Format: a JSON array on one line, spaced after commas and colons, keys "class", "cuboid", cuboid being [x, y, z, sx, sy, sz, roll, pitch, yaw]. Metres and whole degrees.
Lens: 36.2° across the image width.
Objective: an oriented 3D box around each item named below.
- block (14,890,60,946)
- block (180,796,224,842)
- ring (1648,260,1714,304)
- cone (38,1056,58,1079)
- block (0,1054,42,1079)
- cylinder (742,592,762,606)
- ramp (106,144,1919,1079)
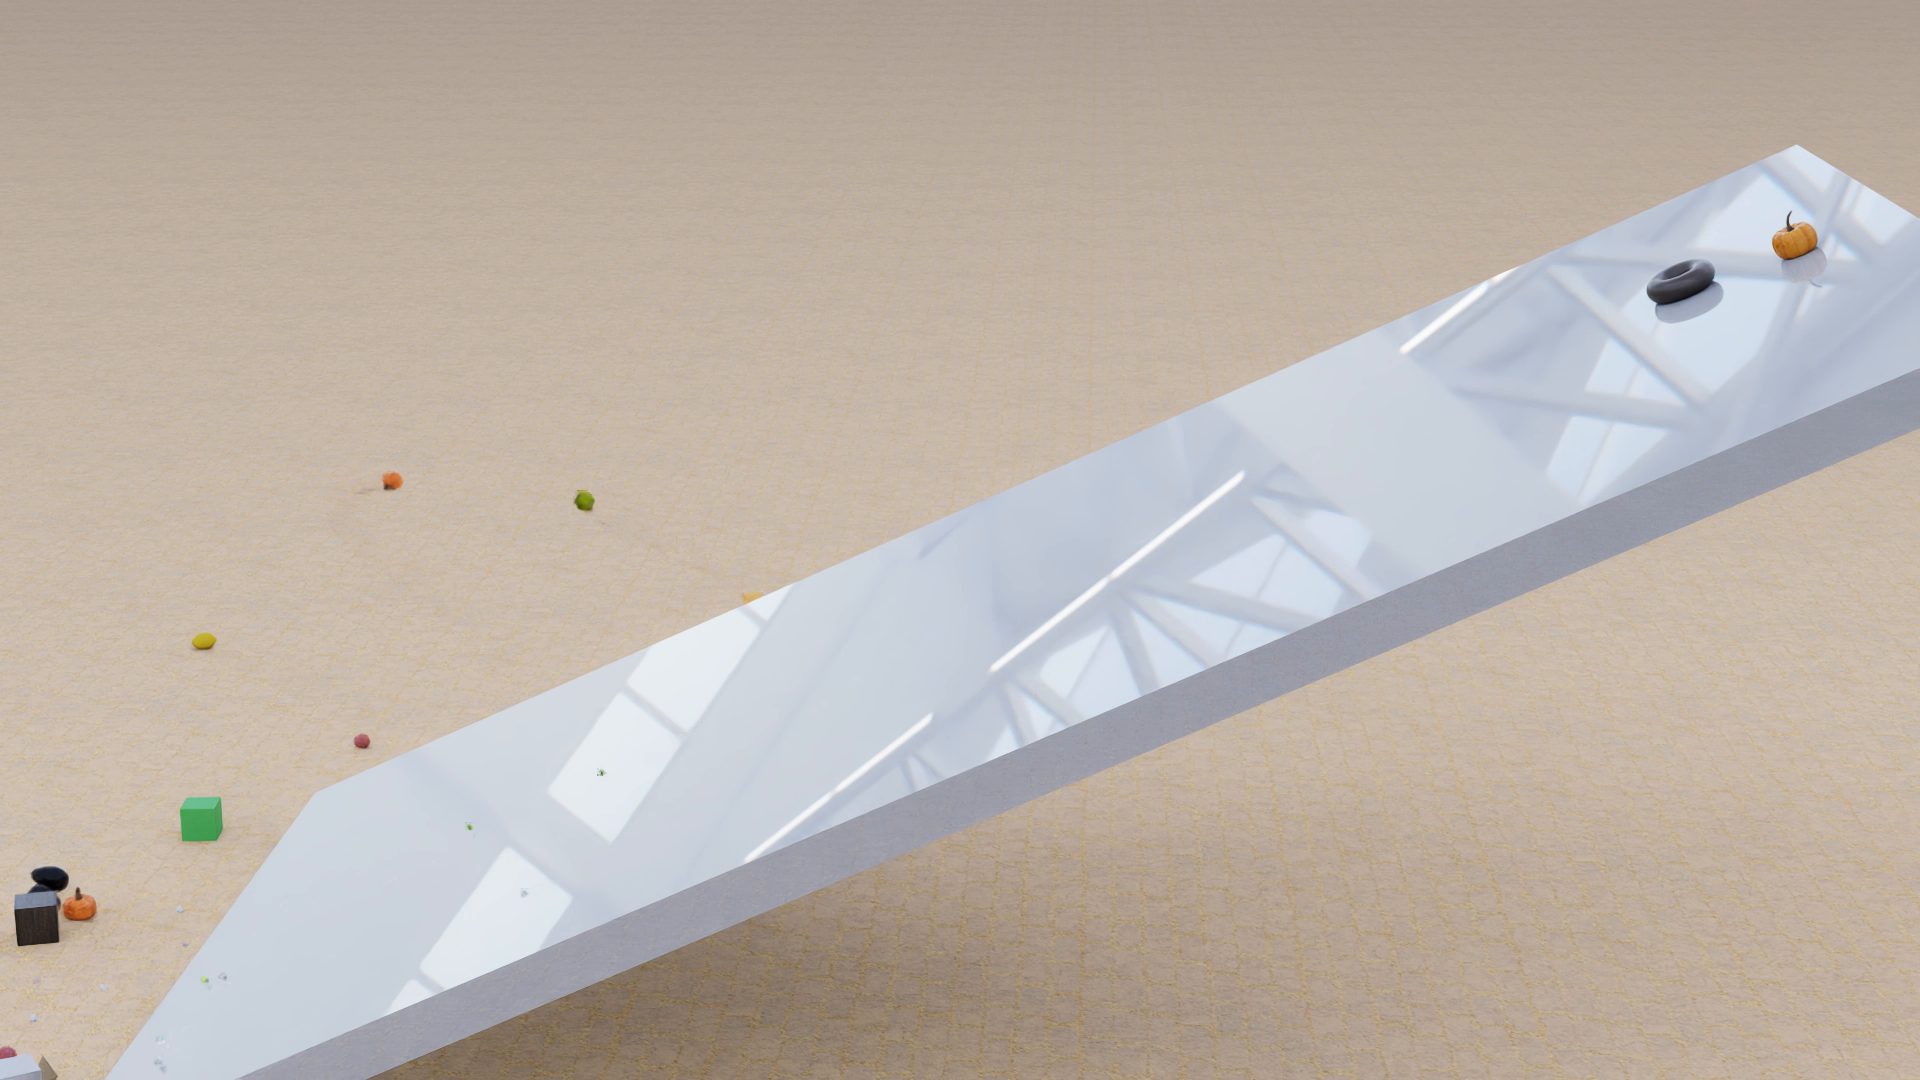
[{"class": "block", "cuboid": [-2.153, 0.882, 6.859, 0.093, 0.093, 0.093, -4, 16, -15]}, {"class": "block", "cuboid": [-1.931, 0.710, 7.490, 0.087, 0.087, 0.087, -1, 16, -3]}, {"class": "ring", "cuboid": [1.509, -0.542, 6.161, 0.148, 0.049, 0.148, -25, 14, 7]}, {"class": "cone", "cuboid": [-1.916, 1.101, 6.149, 0.052, 0.052, 0.052, 0, 16, 0]}, {"class": "block", "cuboid": [-1.933, 1.118, 6.012, 0.092, 0.092, 0.092, -9, 18, -30]}, {"class": "cylinder", "cuboid": [-0.664, 0.195, 9.409, 0.052, 0.052, 0.052, -6, 17, -21]}, {"class": "ramp", "cuboid": [0.134, 0.169, 6.283, 4.000, 0.100, 2.000, -24, 13, 9]}]
